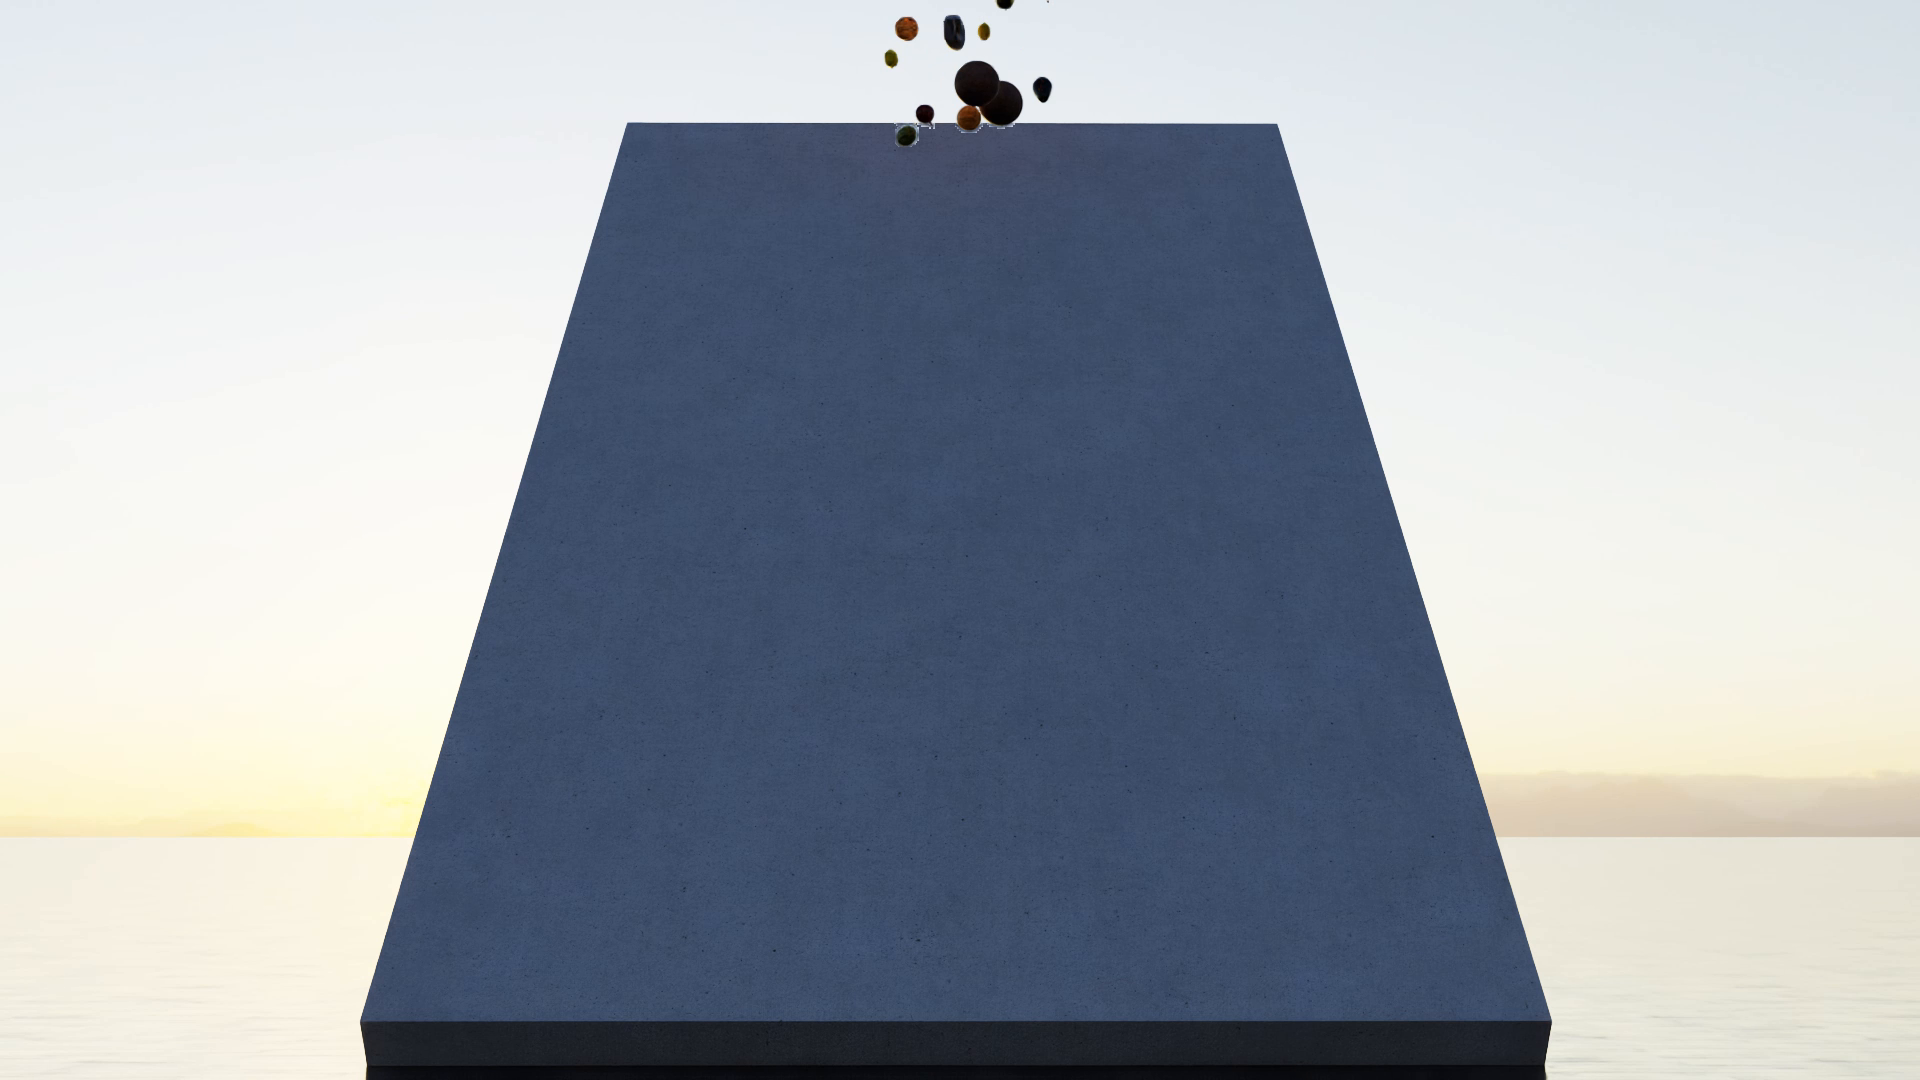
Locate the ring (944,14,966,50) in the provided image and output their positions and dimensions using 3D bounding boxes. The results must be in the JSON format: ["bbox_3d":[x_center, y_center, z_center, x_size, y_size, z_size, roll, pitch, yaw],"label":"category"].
[{"bbox_3d":[-0.016,-1.445,6.941,0.035,0.104,0.104,-4,-8,25],"label":"ring"}]

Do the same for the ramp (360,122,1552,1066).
[{"bbox_3d":[-0.014,-0.196,5.818,2.000,0.100,4.000,0,31,0],"label":"ramp"}]
